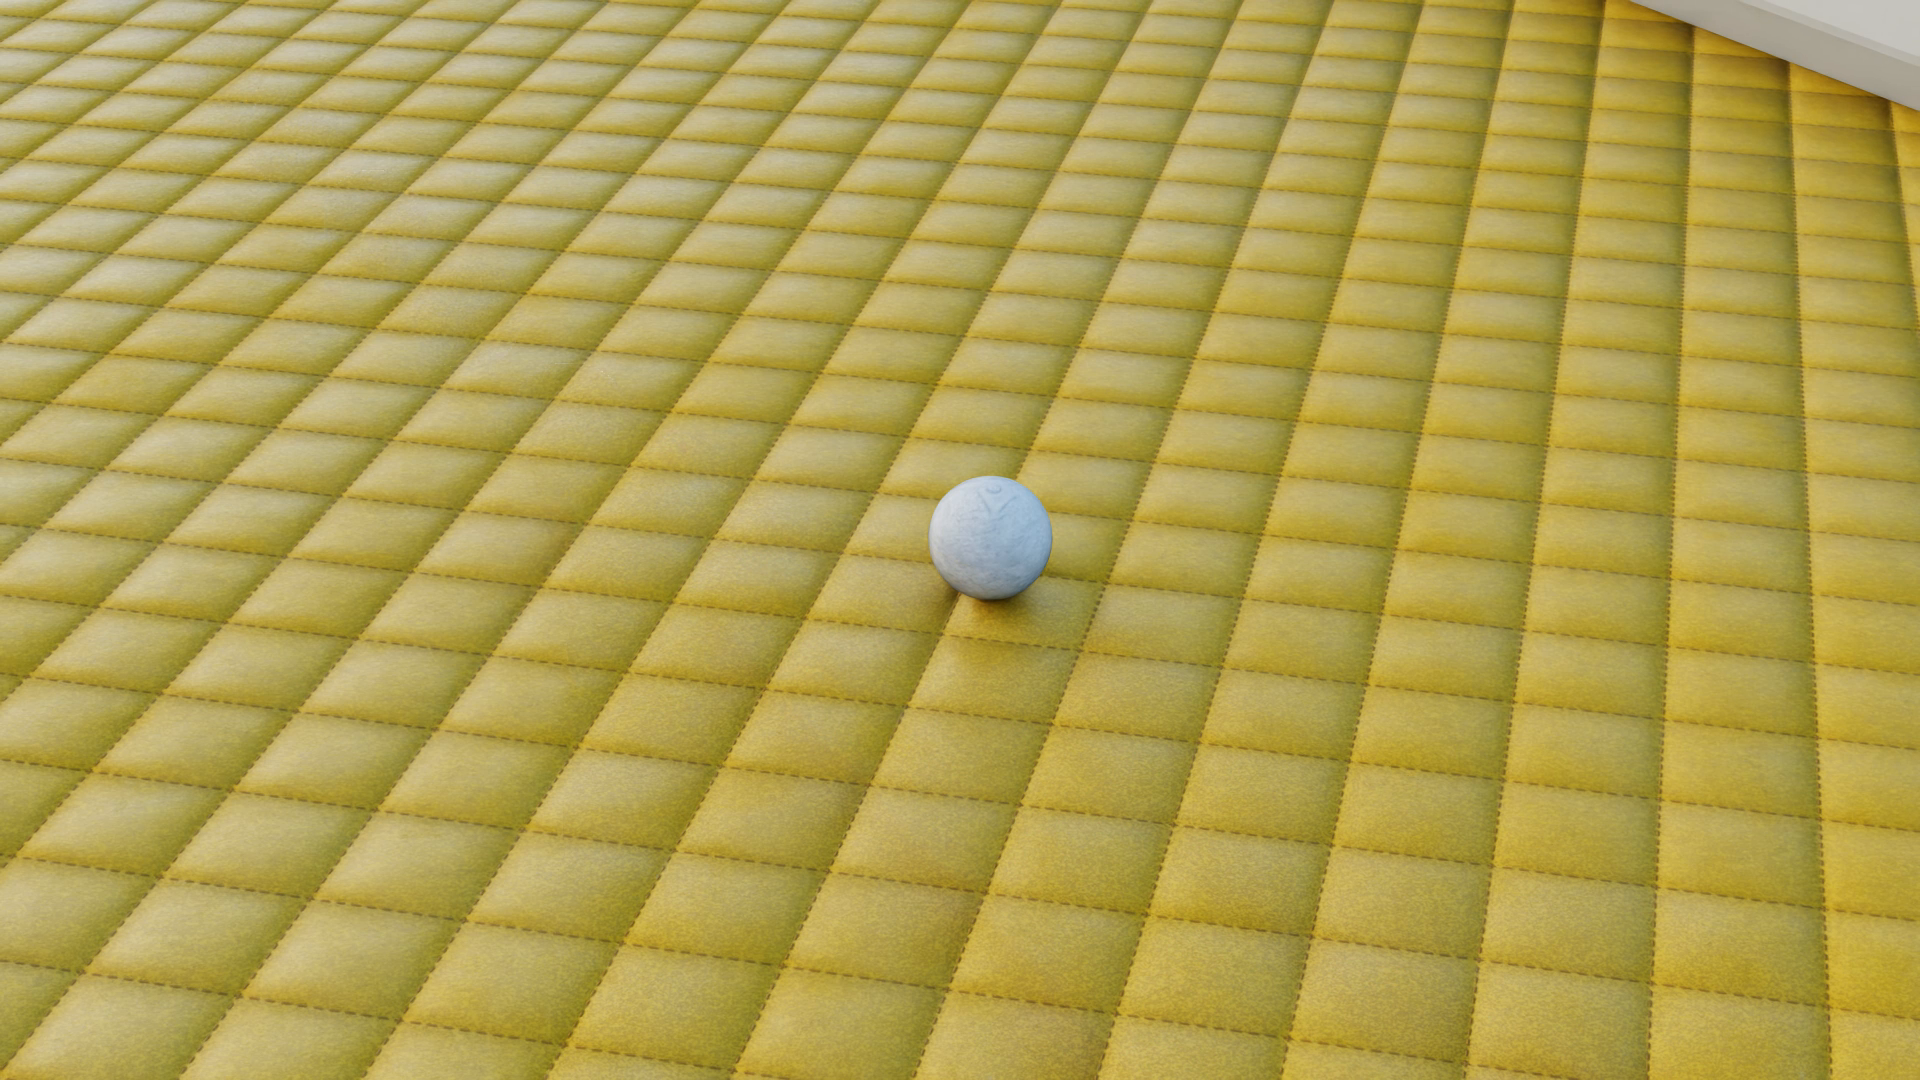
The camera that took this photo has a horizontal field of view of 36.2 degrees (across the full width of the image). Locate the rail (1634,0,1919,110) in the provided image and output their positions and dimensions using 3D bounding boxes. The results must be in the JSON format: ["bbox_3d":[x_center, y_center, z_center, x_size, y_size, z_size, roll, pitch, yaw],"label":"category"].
[{"bbox_3d":[0.426,-0.765,3.234,0.045,0.123,4.458,-16,32,-28],"label":"rail"}]

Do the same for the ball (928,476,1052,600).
[{"bbox_3d":[0.019,-0.001,1.866,0.079,0.079,0.079,0,28,0],"label":"ball"}]
